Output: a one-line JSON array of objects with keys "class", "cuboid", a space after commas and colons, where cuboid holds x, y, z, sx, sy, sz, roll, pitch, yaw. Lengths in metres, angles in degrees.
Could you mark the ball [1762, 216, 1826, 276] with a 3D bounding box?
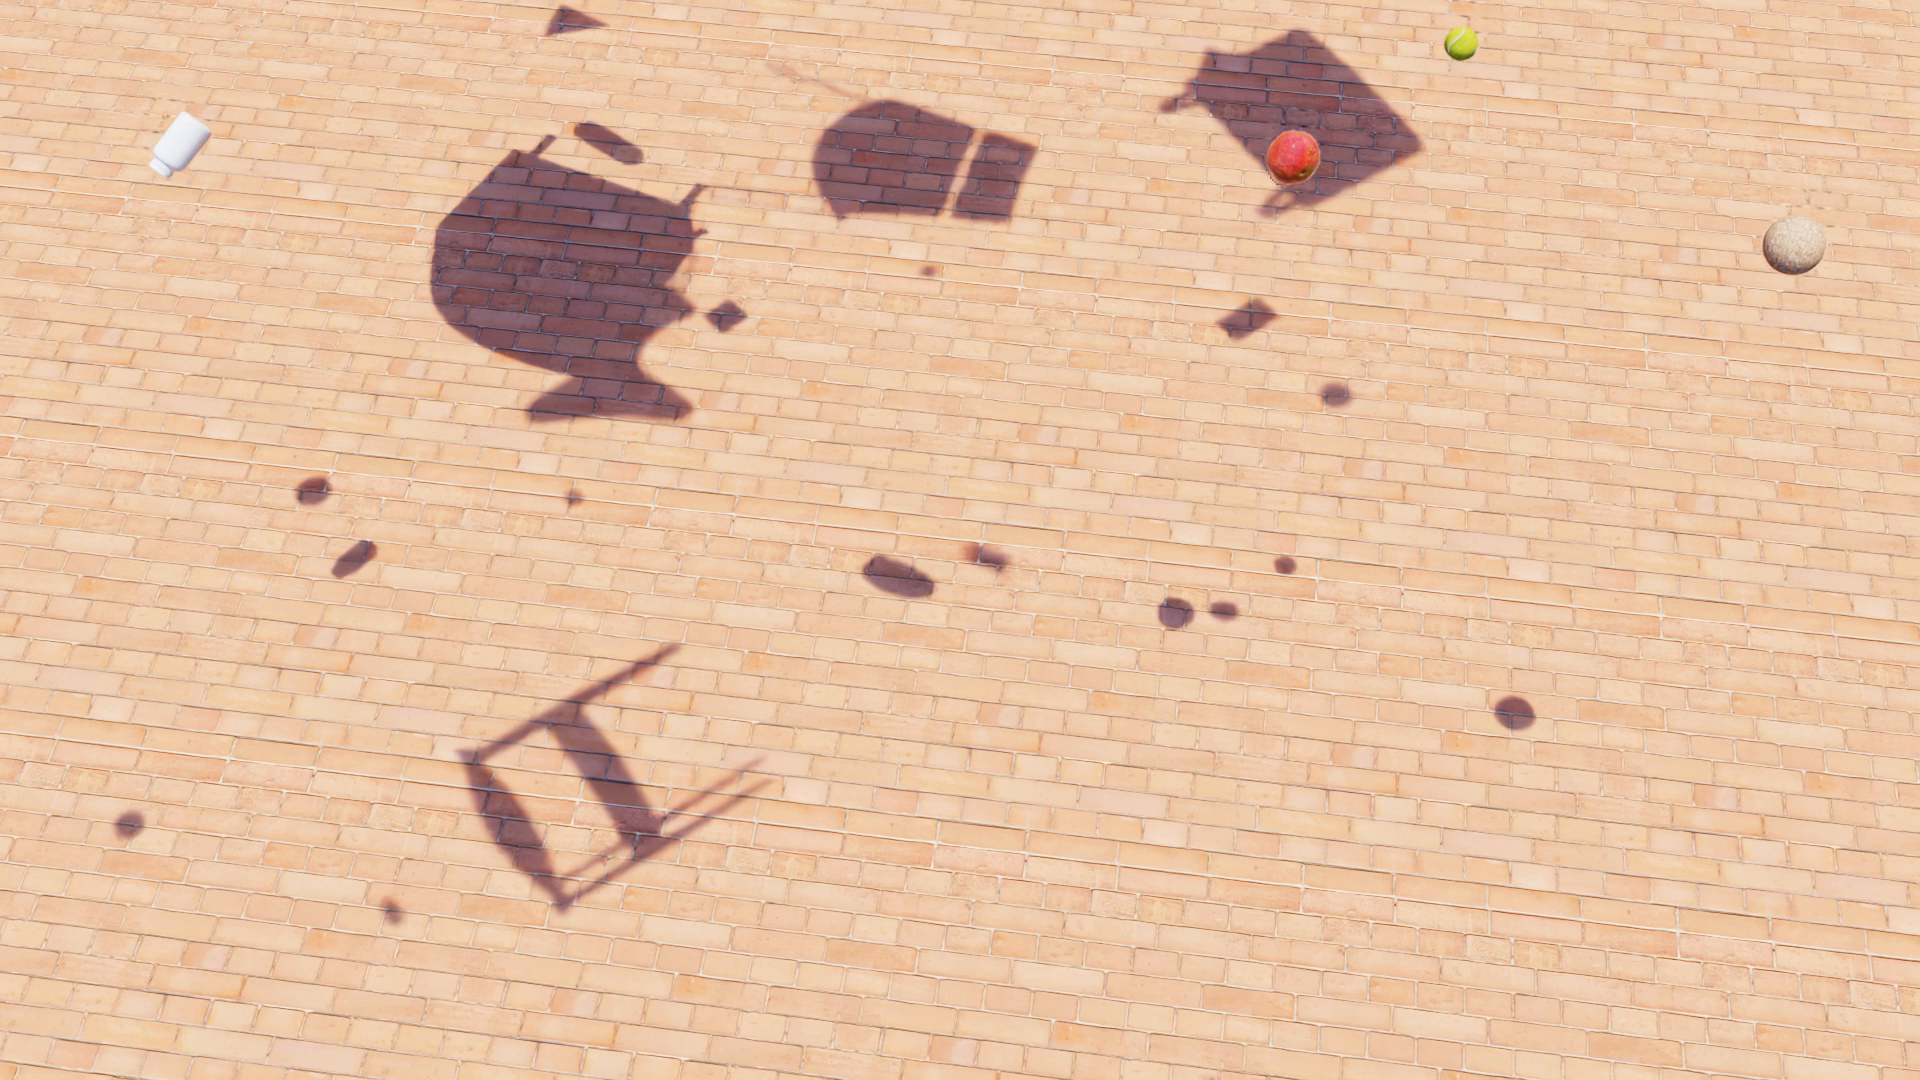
[{"class": "ball", "cuboid": [1.650, -0.583, 4.350, 0.118, 0.118, 0.118, 0, 56, 0]}]
